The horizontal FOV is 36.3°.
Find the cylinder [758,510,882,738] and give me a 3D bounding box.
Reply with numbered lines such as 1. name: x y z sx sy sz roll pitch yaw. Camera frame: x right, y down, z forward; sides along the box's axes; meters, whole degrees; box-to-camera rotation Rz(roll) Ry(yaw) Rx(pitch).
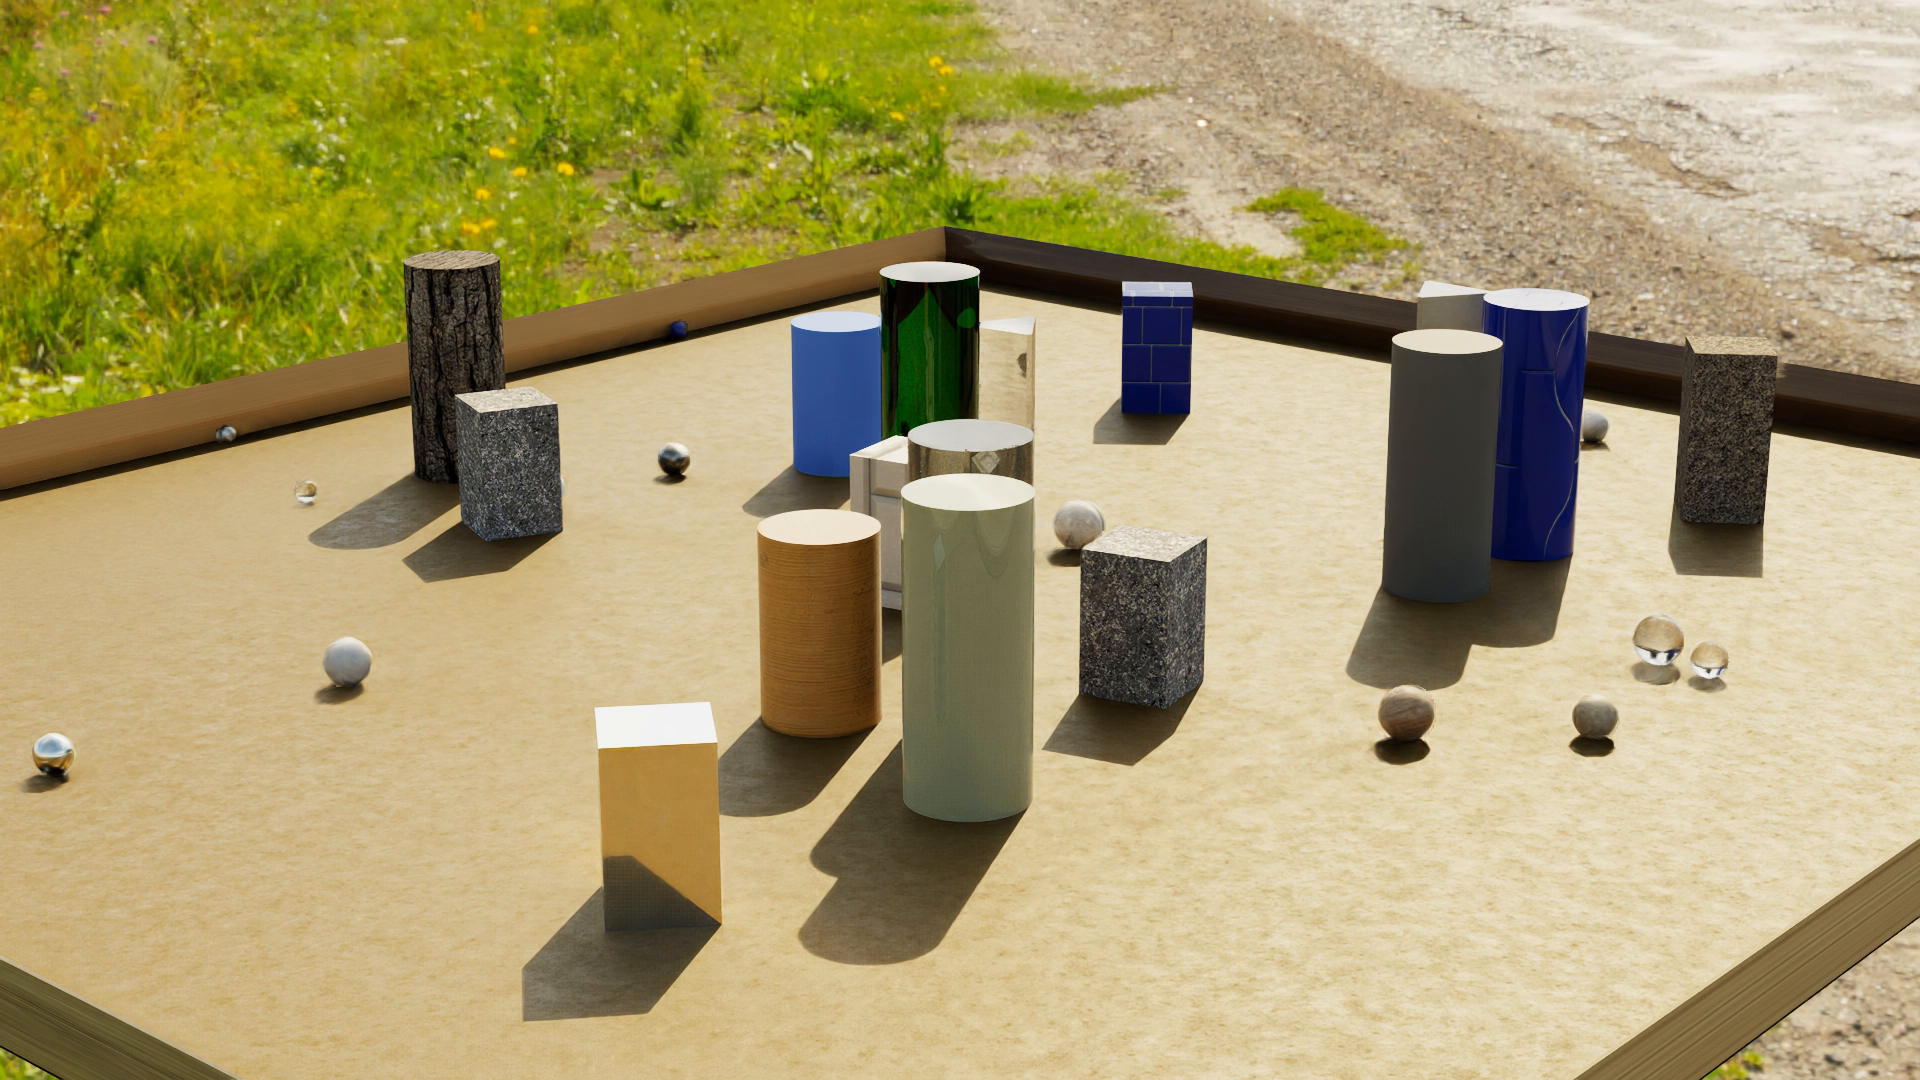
1. cylinder: -0.214 0.126 4.489 0.188 0.306 0.188 0 17 0

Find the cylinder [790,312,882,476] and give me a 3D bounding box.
1. cylinder: -0.244 -0.295 5.899 0.188 0.296 0.188 0 17 0

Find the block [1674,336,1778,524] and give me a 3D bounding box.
1. block: 1.452 -0.210 5.568 0.150 0.326 0.150 2 17 7

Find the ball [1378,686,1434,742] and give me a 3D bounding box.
1. ball: 0.673 0.262 4.425 0.084 0.084 0.084 0 17 0

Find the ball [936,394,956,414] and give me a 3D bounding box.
1. ball: -0.029 -0.295 6.339 0.042 0.042 0.042 0 17 0

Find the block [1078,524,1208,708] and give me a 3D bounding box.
1. block: 0.289 0.119 4.628 0.150 0.240 0.150 9 19 26

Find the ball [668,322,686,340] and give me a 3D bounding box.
1. ball: -0.676 -0.502 7.025 0.042 0.042 0.042 0 17 0

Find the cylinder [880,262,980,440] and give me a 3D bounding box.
1. cylinder: -0.056 -0.279 5.555 0.188 0.466 0.188 0 17 0

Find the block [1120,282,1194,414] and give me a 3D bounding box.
1. block: 0.427 -0.419 6.378 0.150 0.257 0.150 1 17 3

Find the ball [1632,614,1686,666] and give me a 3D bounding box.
1. ball: 1.134 0.162 4.756 0.083 0.083 0.083 0 17 0

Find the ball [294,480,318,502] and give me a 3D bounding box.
1. ball: -1.265 -0.094 5.672 0.044 0.044 0.044 0 17 0

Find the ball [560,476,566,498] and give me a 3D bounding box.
1. ball: -0.794 -0.100 5.650 0.068 0.068 0.068 0 17 0

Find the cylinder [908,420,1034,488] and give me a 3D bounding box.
1. cylinder: 0.016 0.068 4.403 0.188 0.467 0.188 0 17 0

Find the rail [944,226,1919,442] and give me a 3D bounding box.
1. rail: 1.341 -0.416 6.599 3.702 0.122 0.045 14 22 39

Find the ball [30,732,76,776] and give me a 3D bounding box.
1. ball: -1.326 0.314 4.290 0.063 0.063 0.063 0 17 0

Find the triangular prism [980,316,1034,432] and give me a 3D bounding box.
1. triangular prism: 0.110 -0.297 5.917 0.163 0.289 0.141 11 20 33

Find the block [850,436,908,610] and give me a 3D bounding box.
1. block: -0.086 -0.028 5.074 0.150 0.262 0.150 10 19 29

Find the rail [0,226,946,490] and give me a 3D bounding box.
1. rail: -1.380 -0.316 6.268 0.045 0.122 4.137 14 22 39

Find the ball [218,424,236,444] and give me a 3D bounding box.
1. ball: -1.523 -0.220 6.094 0.040 0.040 0.040 0 17 0

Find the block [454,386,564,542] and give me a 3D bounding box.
1. block: -0.844 -0.144 5.489 0.150 0.246 0.150 -8 19 -26

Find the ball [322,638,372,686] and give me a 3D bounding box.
1. ball: -0.973 0.194 4.661 0.078 0.078 0.078 0 17 0

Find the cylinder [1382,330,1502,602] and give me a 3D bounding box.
1. cylinder: 0.837 -0.130 5.103 0.188 0.442 0.188 0 17 0

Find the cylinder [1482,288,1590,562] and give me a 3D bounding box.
1. cylinder: 1.034 -0.210 5.327 0.188 0.464 0.188 0 17 0

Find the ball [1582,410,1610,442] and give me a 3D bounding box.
1. ball: 1.318 -0.236 6.102 0.066 0.066 0.066 0 17 0

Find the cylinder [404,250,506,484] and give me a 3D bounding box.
1. cylinder: -1.000 -0.345 5.831 0.188 0.432 0.188 0 17 0

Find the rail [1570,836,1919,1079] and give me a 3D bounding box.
1. rail: 1.380 0.377 3.974 0.045 0.122 4.137 14 22 39

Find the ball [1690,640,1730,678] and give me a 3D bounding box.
1. ball: 1.201 0.192 4.698 0.060 0.060 0.060 0 17 0

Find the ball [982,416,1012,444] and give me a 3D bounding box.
1. ball: 0.076 -0.228 6.083 0.061 0.061 0.061 0 17 0

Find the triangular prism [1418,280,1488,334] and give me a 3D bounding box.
1. triangular prism: 0.974 -0.344 5.973 0.163 0.347 0.141 -5 18 -16

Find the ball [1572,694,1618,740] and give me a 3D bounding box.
1. ball: 0.960 0.267 4.434 0.069 0.069 0.069 0 17 0

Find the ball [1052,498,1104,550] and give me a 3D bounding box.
1. ball: 0.217 -0.028 5.367 0.094 0.094 0.094 0 17 0

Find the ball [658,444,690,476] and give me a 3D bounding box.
1. ball: -0.570 -0.161 5.856 0.065 0.065 0.065 0 17 0

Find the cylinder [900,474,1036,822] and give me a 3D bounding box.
1. cylinder: 0.012 0.151 4.147 0.188 0.456 0.188 0 17 0

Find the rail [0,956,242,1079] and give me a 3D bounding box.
1. rail: -1.341 0.477 3.643 3.702 0.122 0.045 14 22 39

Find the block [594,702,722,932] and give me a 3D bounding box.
1. block: -0.393 0.359 3.815 0.150 0.252 0.150 -2 17 -8
